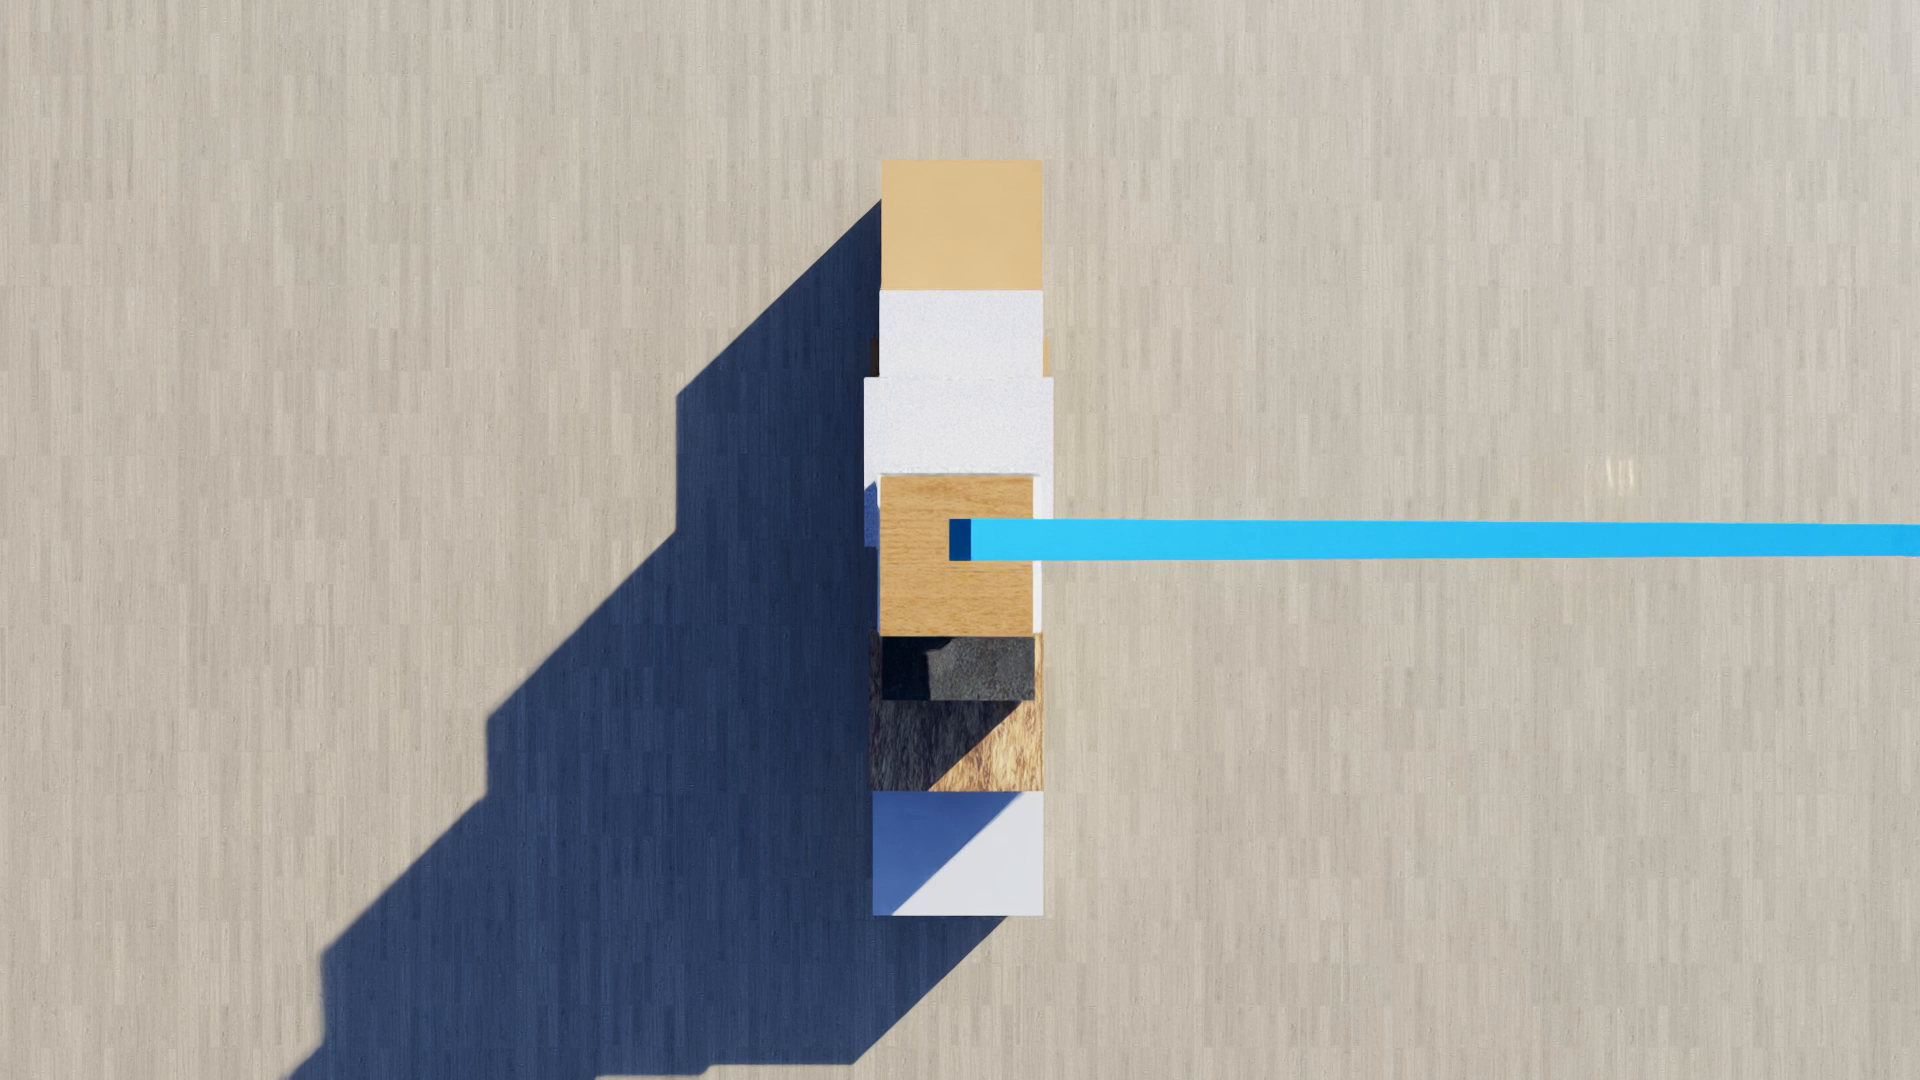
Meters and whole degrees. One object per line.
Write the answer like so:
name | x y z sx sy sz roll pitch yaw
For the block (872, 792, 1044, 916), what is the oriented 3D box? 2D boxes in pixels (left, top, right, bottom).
block | -0.011 1.614 12.531 0.935 0.937 0.890 0 90 0

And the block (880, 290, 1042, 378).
block | 0.006 -0.821 11.441 0.811 0.990 0.892 0 93 0

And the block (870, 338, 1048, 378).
block | -0.004 -0.644 12.602 0.991 0.795 0.957 0 90 0

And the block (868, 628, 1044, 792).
block | -0.018 0.887 11.697 0.898 0.752 0.838 0 88 0

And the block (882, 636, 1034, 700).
block | -0.006 0.404 10.979 0.737 0.718 0.765 0 88 0

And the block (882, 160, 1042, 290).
block | 0.011 -1.596 12.460 0.871 1.080 0.926 0 90 0

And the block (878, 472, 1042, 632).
block | -0.002 0.045 9.859 0.712 0.623 0.679 0 93 0

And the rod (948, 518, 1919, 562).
rod | 2.212 0.000 5.504 5.200 0.080 0.080 0 90 -32

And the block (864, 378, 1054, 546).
block | -0.006 -0.379 10.559 0.872 0.817 0.782 0 93 0

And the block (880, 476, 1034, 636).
block | -0.013 0.060 8.594 0.577 0.637 0.602 0 90 0
